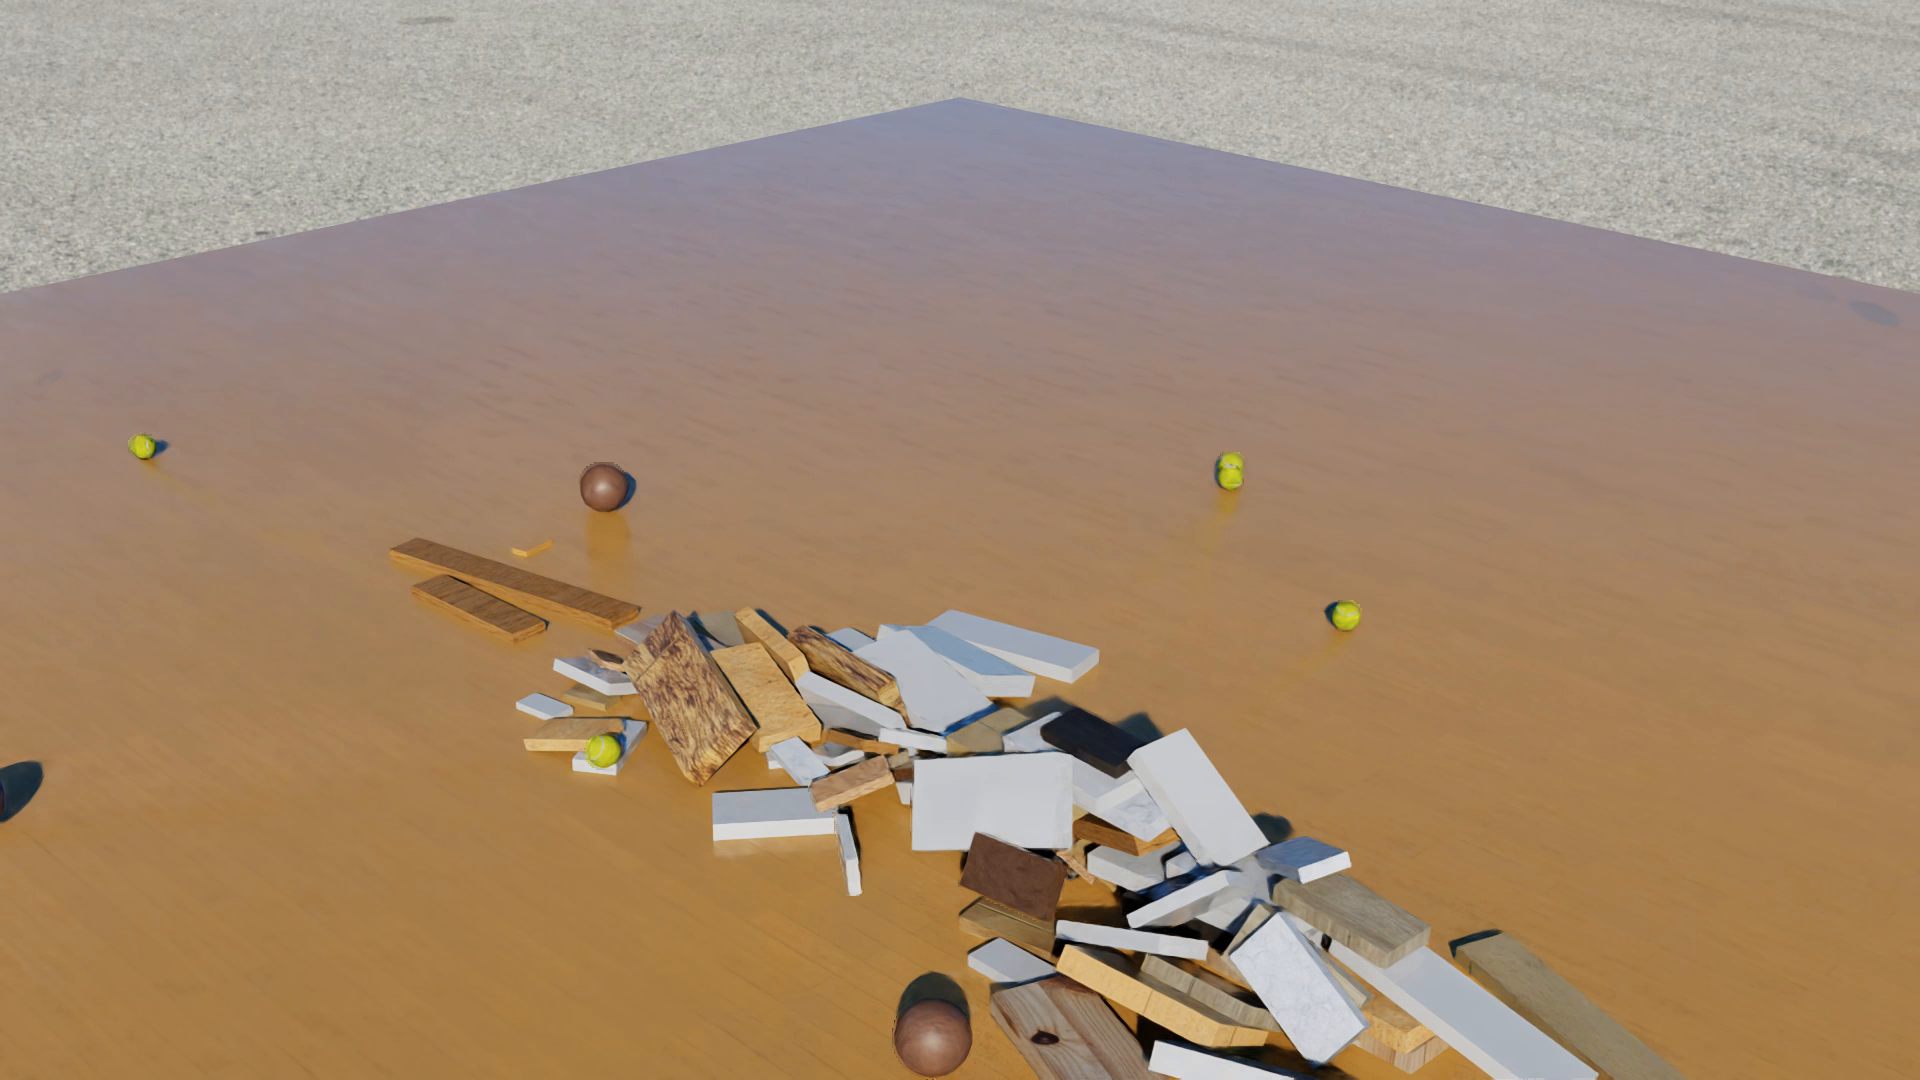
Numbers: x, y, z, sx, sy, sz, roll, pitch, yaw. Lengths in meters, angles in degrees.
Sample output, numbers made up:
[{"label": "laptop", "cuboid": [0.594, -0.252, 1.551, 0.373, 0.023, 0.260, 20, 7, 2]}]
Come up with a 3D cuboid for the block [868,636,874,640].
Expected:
[{"label": "block", "cuboid": [-0.177, 0.319, 4.946, 0.174, 0.049, 0.347, -17, 28, -34]}]

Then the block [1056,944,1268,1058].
[{"label": "block", "cuboid": [0.342, 0.784, 3.747, 0.334, 0.047, 0.167, 21, -2, 40]}]

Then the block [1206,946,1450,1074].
[{"label": "block", "cuboid": [0.651, 0.788, 3.850, 0.149, 0.042, 0.445, -20, 30, -39]}]

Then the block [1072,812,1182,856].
[{"label": "block", "cuboid": [0.323, 0.530, 4.145, 0.144, 0.041, 0.287, -19, 9, -23]}]

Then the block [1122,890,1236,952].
[{"label": "block", "cuboid": [0.461, 0.677, 4.006, 0.299, 0.042, 0.149, 14, 26, 35]}]

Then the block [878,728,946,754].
[{"label": "block", "cuboid": [-0.059, 0.412, 4.478, 0.190, 0.027, 0.095, 7, -2, 32]}]

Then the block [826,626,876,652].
[{"label": "block", "cuboid": [-0.223, 0.270, 4.953, 0.126, 0.036, 0.252, -18, 29, -36]}]

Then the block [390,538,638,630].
[{"label": "block", "cuboid": [-1.120, 0.105, 5.480, 0.763, 0.027, 0.096, 15, 27, 31]}]

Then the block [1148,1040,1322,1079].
[{"label": "block", "cuboid": [0.488, 0.872, 3.537, 0.334, 0.047, 0.167, 11, -8, 23]}]

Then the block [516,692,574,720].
[{"label": "block", "cuboid": [-0.919, 0.371, 4.865, 0.117, 0.017, 0.059, 16, 28, 33]}]

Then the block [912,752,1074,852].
[{"label": "block", "cuboid": [0.057, 0.489, 4.080, 0.342, 0.171, 0.048, -8, -15, 39]}]

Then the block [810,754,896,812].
[{"label": "block", "cuboid": [-0.217, 0.489, 4.423, 0.164, 0.023, 0.082, -22, 26, -3]}]

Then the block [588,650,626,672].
[{"label": "block", "cuboid": [-0.808, 0.276, 5.034, 0.058, 0.017, 0.117, 15, 4, -27]}]

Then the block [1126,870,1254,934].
[{"label": "block", "cuboid": [0.403, 0.634, 3.846, 0.203, 0.029, 0.102, -30, -27, 25]}]

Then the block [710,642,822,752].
[{"label": "block", "cuboid": [-0.437, 0.338, 4.780, 0.144, 0.041, 0.322, -10, 36, -28]}]

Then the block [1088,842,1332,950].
[{"label": "block", "cuboid": [0.463, 0.637, 3.995, 0.481, 0.041, 0.144, 17, 28, 40]}]

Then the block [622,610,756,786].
[{"label": "block", "cuboid": [-0.590, 0.334, 4.742, 0.171, 0.048, 0.498, -46, 35, 2]}]

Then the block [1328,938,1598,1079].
[{"label": "block", "cuboid": [0.833, 0.785, 3.665, 0.122, 0.035, 0.463, -21, 44, -39]}]

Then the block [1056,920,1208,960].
[{"label": "block", "cuboid": [0.301, 0.706, 3.882, 0.118, 0.034, 0.263, 15, -12, -38]}]

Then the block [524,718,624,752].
[{"label": "block", "cuboid": [-0.824, 0.415, 4.693, 0.192, 0.027, 0.096, -2, 22, 26]}]

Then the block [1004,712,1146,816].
[{"label": "block", "cuboid": [0.215, 0.412, 4.090, 0.132, 0.037, 0.264, -23, 35, -31]}]

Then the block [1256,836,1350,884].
[{"label": "block", "cuboid": [0.603, 0.561, 3.870, 0.095, 0.027, 0.190, -17, 5, -13]}]

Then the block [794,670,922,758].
[{"label": "block", "cuboid": [-0.217, 0.383, 4.672, 0.287, 0.144, 0.041, 21, 57, 40]}]

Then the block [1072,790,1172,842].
[{"label": "block", "cuboid": [0.289, 0.462, 4.071, 0.264, 0.037, 0.132, 24, 39, 39]}]

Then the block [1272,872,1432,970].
[{"label": "block", "cuboid": [0.671, 0.641, 3.776, 0.122, 0.035, 0.245, -20, 35, -38]}]

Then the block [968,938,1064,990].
[{"label": "block", "cuboid": [0.101, 0.766, 3.925, 0.082, 0.023, 0.164, -21, 31, -41]}]

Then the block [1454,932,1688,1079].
[{"label": "block", "cuboid": [1.173, 0.932, 3.524, 0.110, 0.031, 1.099, -10, 25, -23]}]

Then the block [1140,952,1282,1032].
[{"label": "block", "cuboid": [0.437, 0.779, 3.792, 0.237, 0.034, 0.118, 20, -2, 45]}]

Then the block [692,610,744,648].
[{"label": "block", "cuboid": [-0.548, 0.222, 5.204, 0.096, 0.027, 0.193, -13, 26, -28]}]

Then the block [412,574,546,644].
[{"label": "block", "cuboid": [-1.171, 0.166, 5.335, 0.410, 0.027, 0.096, 20, 30, 39]}]

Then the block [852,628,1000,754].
[{"label": "block", "cuboid": [-0.071, 0.335, 4.778, 0.174, 0.049, 0.347, -21, 48, -39]}]

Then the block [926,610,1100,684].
[{"label": "block", "cuboid": [0.114, 0.246, 5.136, 0.410, 0.036, 0.126, 14, 27, 30]}]

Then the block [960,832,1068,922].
[{"label": "block", "cuboid": [0.096, 0.605, 3.961, 0.203, 0.102, 0.029, 16, -1, 42]}]
